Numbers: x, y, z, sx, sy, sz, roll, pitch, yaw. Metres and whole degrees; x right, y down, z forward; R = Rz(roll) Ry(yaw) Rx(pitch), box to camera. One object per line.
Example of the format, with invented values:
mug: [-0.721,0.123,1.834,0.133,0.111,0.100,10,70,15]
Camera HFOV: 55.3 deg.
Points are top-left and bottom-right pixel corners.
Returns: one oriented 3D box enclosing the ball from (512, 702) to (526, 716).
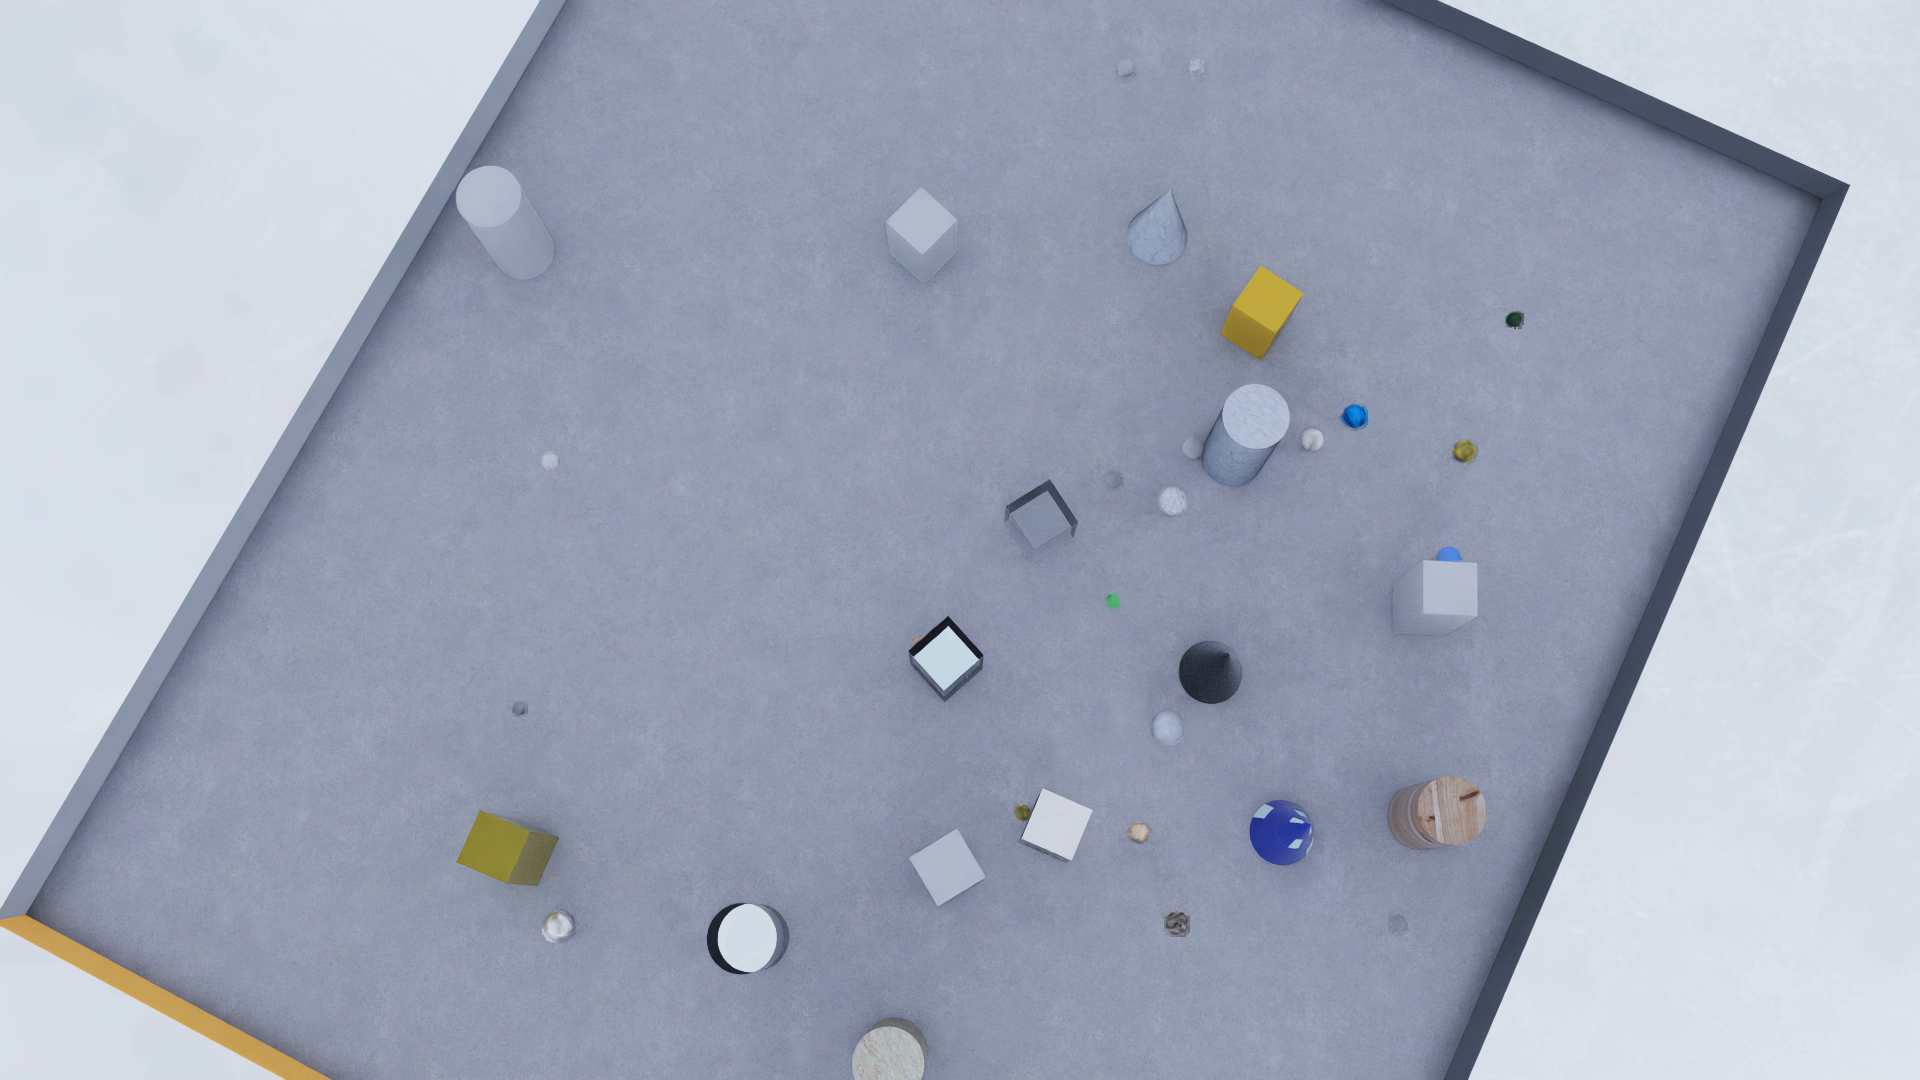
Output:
ball: [-1.321,0.506,5.490,0.042,0.042,0.042,0,78,0]

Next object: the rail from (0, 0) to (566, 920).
rail: [-1.752,-0.851,5.728,0.045,0.125,4.501,26,80,5]

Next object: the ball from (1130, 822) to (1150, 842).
ball: [0.529,0.862,5.408,0.060,0.060,0.060,0,78,0]

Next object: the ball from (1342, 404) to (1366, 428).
ball: [1.219,-0.383,5.659,0.072,0.072,0.072,0,78,0]

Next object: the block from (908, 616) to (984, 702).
block: [-0.040,0.353,5.397,0.153,0.287,0.153,-41,81,-8]

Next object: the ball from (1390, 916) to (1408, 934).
ball: [1.281,1.124,5.357,0.053,0.053,0.053,0,78,0]

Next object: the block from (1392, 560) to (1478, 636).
block: [1.394,0.174,5.391,0.153,0.371,0.153,3,78,1]

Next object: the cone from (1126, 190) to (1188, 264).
cone: [0.625,-1.003,5.629,0.192,0.383,0.192,0,78,0]

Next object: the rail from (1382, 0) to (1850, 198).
rail: [0.996,-1.944,5.954,3.965,0.125,0.045,26,80,5]

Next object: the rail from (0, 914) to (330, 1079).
rail: [-0.996,1.957,5.147,3.965,0.125,0.045,26,80,5]

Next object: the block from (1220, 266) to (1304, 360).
block: [0.922,-0.692,5.619,0.153,0.276,0.153,35,80,7]

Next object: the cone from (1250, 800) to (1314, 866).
cone: [0.955,0.821,5.213,0.192,0.458,0.192,0,78,0]

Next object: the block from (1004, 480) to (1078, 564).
block: [0.242,-0.053,5.508,0.153,0.234,0.153,-32,80,-6]

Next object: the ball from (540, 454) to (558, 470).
ball: [-1.262,-0.241,5.639,0.053,0.053,0.053,0,78,0]

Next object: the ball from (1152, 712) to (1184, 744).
ball: [0.619,0.557,5.452,0.096,0.096,0.096,0,78,0]

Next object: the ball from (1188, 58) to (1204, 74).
ball: [0.763,-1.525,5.906,0.051,0.051,0.051,0,78,0]

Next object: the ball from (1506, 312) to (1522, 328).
ball: [1.733,-0.689,5.734,0.049,0.049,0.049,0,78,0]

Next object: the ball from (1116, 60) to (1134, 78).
ball: [0.531,-1.518,5.903,0.054,0.054,0.054,0,78,0]

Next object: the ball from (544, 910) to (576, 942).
ball: [-1.166,1.124,5.338,0.091,0.091,0.091,0,78,0]

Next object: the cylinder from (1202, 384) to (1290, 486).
cylinder: [0.843,-0.305,5.444,0.192,0.462,0.192,0,78,0]

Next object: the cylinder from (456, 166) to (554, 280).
cylinder: [-1.381,-0.961,5.587,0.192,0.447,0.192,0,78,0]

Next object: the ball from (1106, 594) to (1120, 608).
ball: [0.465,0.183,5.557,0.042,0.042,0.042,0,78,0]

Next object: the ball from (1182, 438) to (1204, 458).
ball: [0.717,-0.284,5.642,0.064,0.064,0.064,0,78,0]

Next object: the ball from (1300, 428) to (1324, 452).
ball: [1.084,-0.308,5.645,0.069,0.069,0.069,0,78,0]

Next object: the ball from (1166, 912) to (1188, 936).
ball: [0.634,1.119,5.350,0.068,0.068,0.068,0,78,0]

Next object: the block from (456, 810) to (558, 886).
block: [-1.288,0.885,5.242,0.153,0.375,0.153,22,79,4]

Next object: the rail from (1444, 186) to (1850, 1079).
rail: [1.752,0.864,5.373,0.045,0.125,4.501,26,80,5]

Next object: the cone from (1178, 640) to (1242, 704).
cone: [0.756,0.359,5.340,0.192,0.396,0.192,0,78,0]

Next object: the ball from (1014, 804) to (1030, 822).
ball: [0.183,0.808,5.423,0.050,0.050,0.050,0,78,0]

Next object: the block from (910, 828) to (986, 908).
block: [-0.035,0.939,5.228,0.153,0.381,0.153,-31,80,-6]

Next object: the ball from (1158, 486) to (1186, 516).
ball: [0.647,-0.120,5.595,0.090,0.090,0.090,0,78,0]

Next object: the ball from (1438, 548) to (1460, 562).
ball: [1.487,0.056,5.570,0.069,0.069,0.069,0,78,0]

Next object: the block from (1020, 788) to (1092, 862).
block: [0.275,0.830,5.311,0.153,0.262,0.153,23,79,5]

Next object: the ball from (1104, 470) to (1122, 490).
ball: [0.469,-0.185,5.625,0.058,0.058,0.058,0,78,0]

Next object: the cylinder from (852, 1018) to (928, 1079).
cylinder: [-0.190,1.435,5.083,0.192,0.464,0.192,0,78,0]

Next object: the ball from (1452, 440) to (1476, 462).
ball: [1.552,-0.272,5.638,0.068,0.068,0.068,0,78,0]

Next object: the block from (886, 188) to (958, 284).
block: [-0.116,-0.938,5.674,0.153,0.268,0.153,43,81,8]

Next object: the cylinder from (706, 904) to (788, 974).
cylinder: [-0.597,1.128,5.194,0.192,0.371,0.192,0,78,0]

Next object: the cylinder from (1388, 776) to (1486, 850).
cylinder: [1.366,0.787,5.264,0.192,0.371,0.192,0,78,0]

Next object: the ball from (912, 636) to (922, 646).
ball: [-0.124,0.312,5.530,0.043,0.043,0.043,0,78,0]
